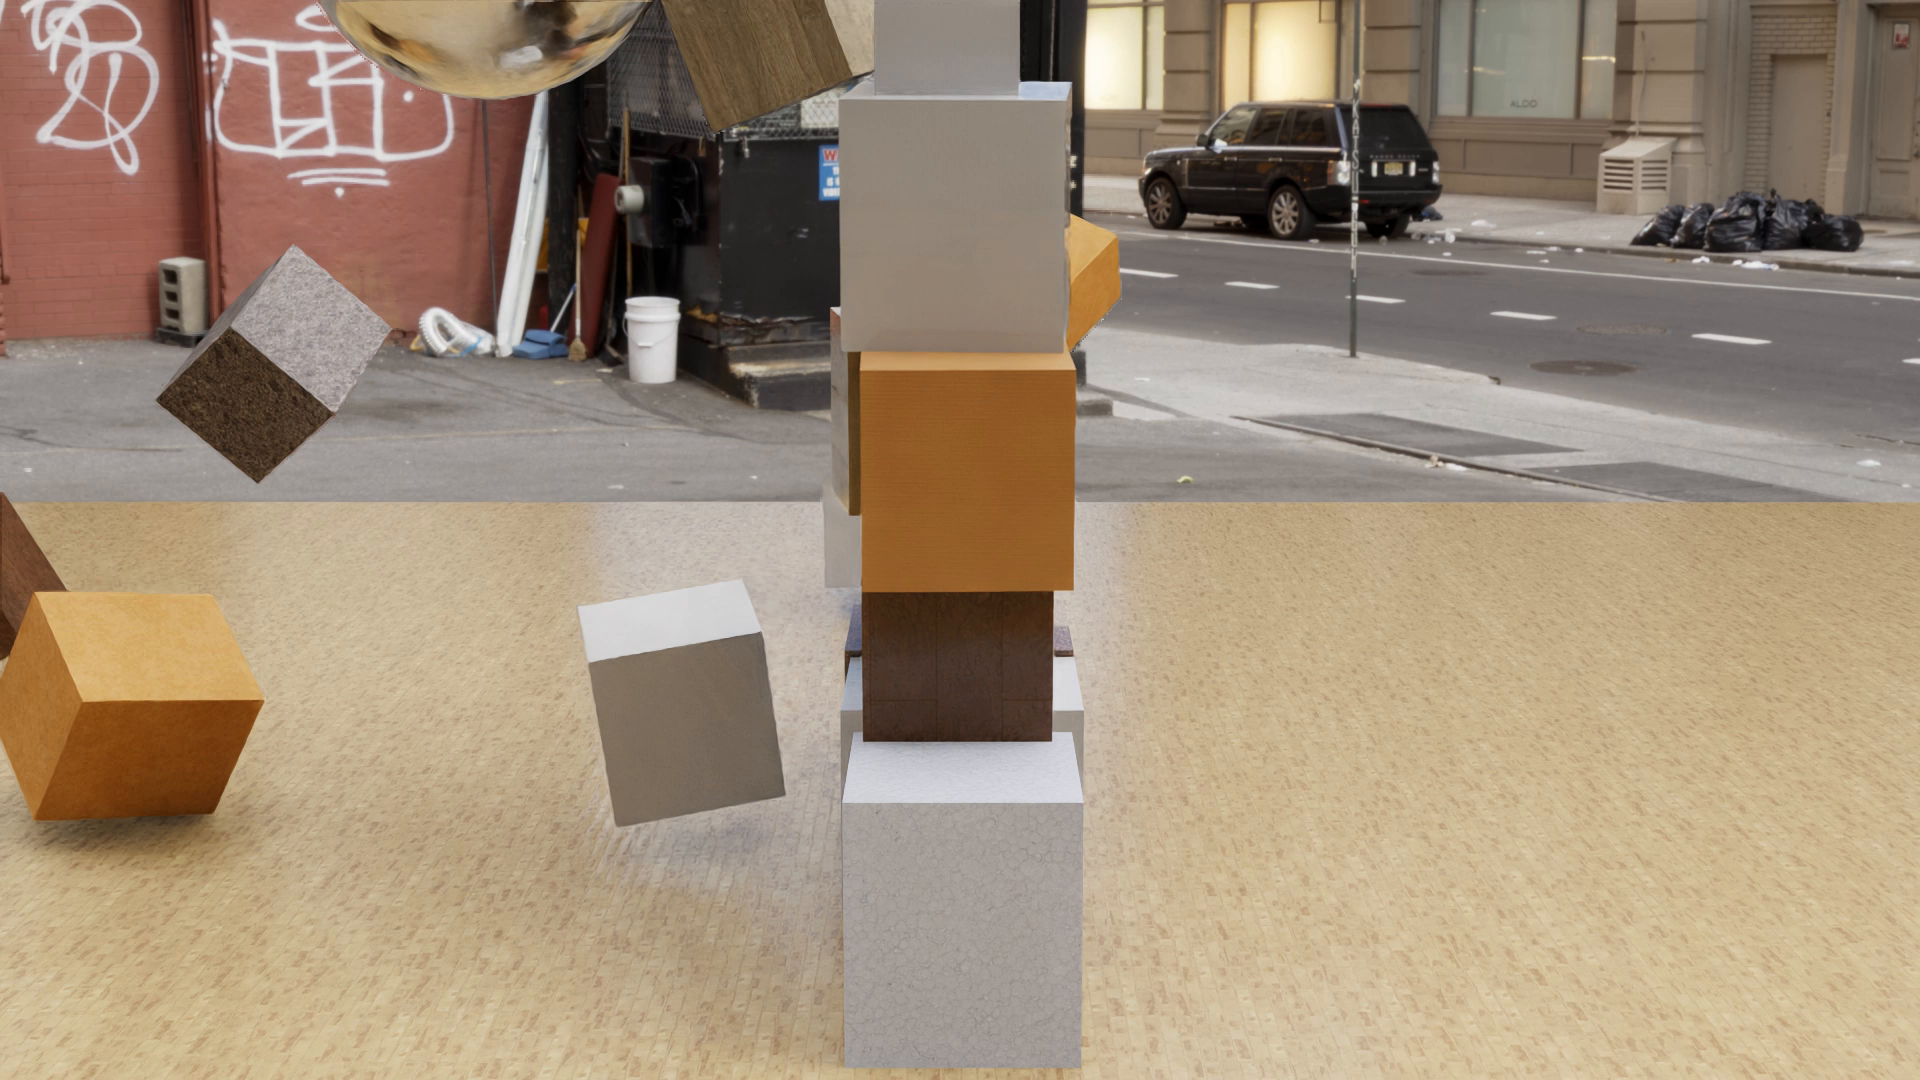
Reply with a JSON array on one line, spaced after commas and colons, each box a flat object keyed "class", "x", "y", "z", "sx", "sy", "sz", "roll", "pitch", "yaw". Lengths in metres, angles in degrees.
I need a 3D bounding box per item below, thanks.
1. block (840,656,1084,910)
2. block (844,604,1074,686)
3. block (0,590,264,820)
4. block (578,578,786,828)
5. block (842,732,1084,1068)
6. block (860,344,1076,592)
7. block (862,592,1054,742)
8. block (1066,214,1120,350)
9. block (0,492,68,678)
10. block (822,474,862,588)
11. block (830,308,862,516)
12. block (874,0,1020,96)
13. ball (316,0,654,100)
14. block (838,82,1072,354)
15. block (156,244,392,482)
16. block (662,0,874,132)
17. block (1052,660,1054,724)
[{"class": "block", "x": 0.010, "y": 1.054, "z": 11.337, "sx": 1.024, "sy": 0.870, "sz": 1.000, "roll": 0, "pitch": 10, "yaw": 0}, {"class": "block", "x": -0.005, "y": 0.856, "z": 12.345, "sx": 1.051, "sy": 0.899, "sz": 1.032, "roll": 0, "pitch": 10, "yaw": 0}, {"class": "block", "x": -3.904, "y": 0.770, "z": 12.010, "sx": 0.875, "sy": 0.744, "sz": 0.739, "roll": 2, "pitch": 39, "yaw": -42}, {"class": "block", "x": -1.278, "y": 0.732, "z": 11.737, "sx": 0.771, "sy": 0.795, "sz": 0.771, "roll": -10, "pitch": 19, "yaw": -9}, {"class": "block", "x": 0.011, "y": 1.317, "z": 9.572, "sx": 0.847, "sy": 0.983, "sz": 0.980, "roll": 0, "pitch": 10, "yaw": 0}, {"class": "block", "x": 0.018, "y": -0.323, "z": 9.835, "sx": 0.783, "sy": 0.833, "sz": 0.896, "roll": 0, "pitch": 14, "yaw": -1}, {"class": "block", "x": -0.009, "y": 0.377, "z": 10.076, "sx": 0.725, "sy": 0.642, "sz": 0.683, "roll": 0, "pitch": 14, "yaw": 0}, {"class": "block", "x": 0.519, "y": -1.439, "z": 13.976, "sx": 0.503, "sy": 0.479, "sz": 0.488, "roll": 29, "pitch": 60, "yaw": 26}, {"class": "block", "x": -4.830, "y": 0.317, "z": 12.333, "sx": 0.733, "sy": 0.748, "sz": 0.633, "roll": -32, "pitch": 3, "yaw": 11}, {"class": "block", "x": -0.378, "y": -0.061, "z": 17.212, "sx": 0.769, "sy": 0.755, "sz": 0.814, "roll": -2, "pitch": -1, "yaw": 26}, {"class": "block", "x": -0.140, "y": -0.553, "z": 10.691, "sx": 0.729, "sy": 0.775, "sz": 0.637, "roll": -2, "pitch": 12, "yaw": -9}, {"class": "block", "x": -0.045, "y": -1.999, "z": 9.807, "sx": 0.540, "sy": 0.547, "sz": 0.634, "roll": 0, "pitch": 14, "yaw": 1}, {"class": "ball", "x": -1.985, "y": -2.646, "z": 10.699, "sx": 1.600, "sy": 1.600, "sz": 1.600, "roll": 0, "pitch": 10, "yaw": 0}, {"class": "block", "x": -0.001, "y": -1.269, "z": 9.954, "sx": 0.837, "sy": 0.941, "sz": 0.886, "roll": 1, "pitch": 14, "yaw": 4}, {"class": "block", "x": -3.416, "y": -0.881, "z": 12.803, "sx": 0.703, "sy": 0.640, "sz": 0.753, "roll": -34, "pitch": 23, "yaw": 34}, {"class": "block", "x": -0.876, "y": -2.539, "z": 12.637, "sx": 0.797, "sy": 0.745, "sz": 0.704, "roll": -17, "pitch": 10, "yaw": 24}, {"class": "block", "x": -0.010, "y": 0.257, "z": 10.833, "sx": 0.785, "sy": 0.870, "sz": 0.708, "roll": 0, "pitch": 12, "yaw": 0}]
